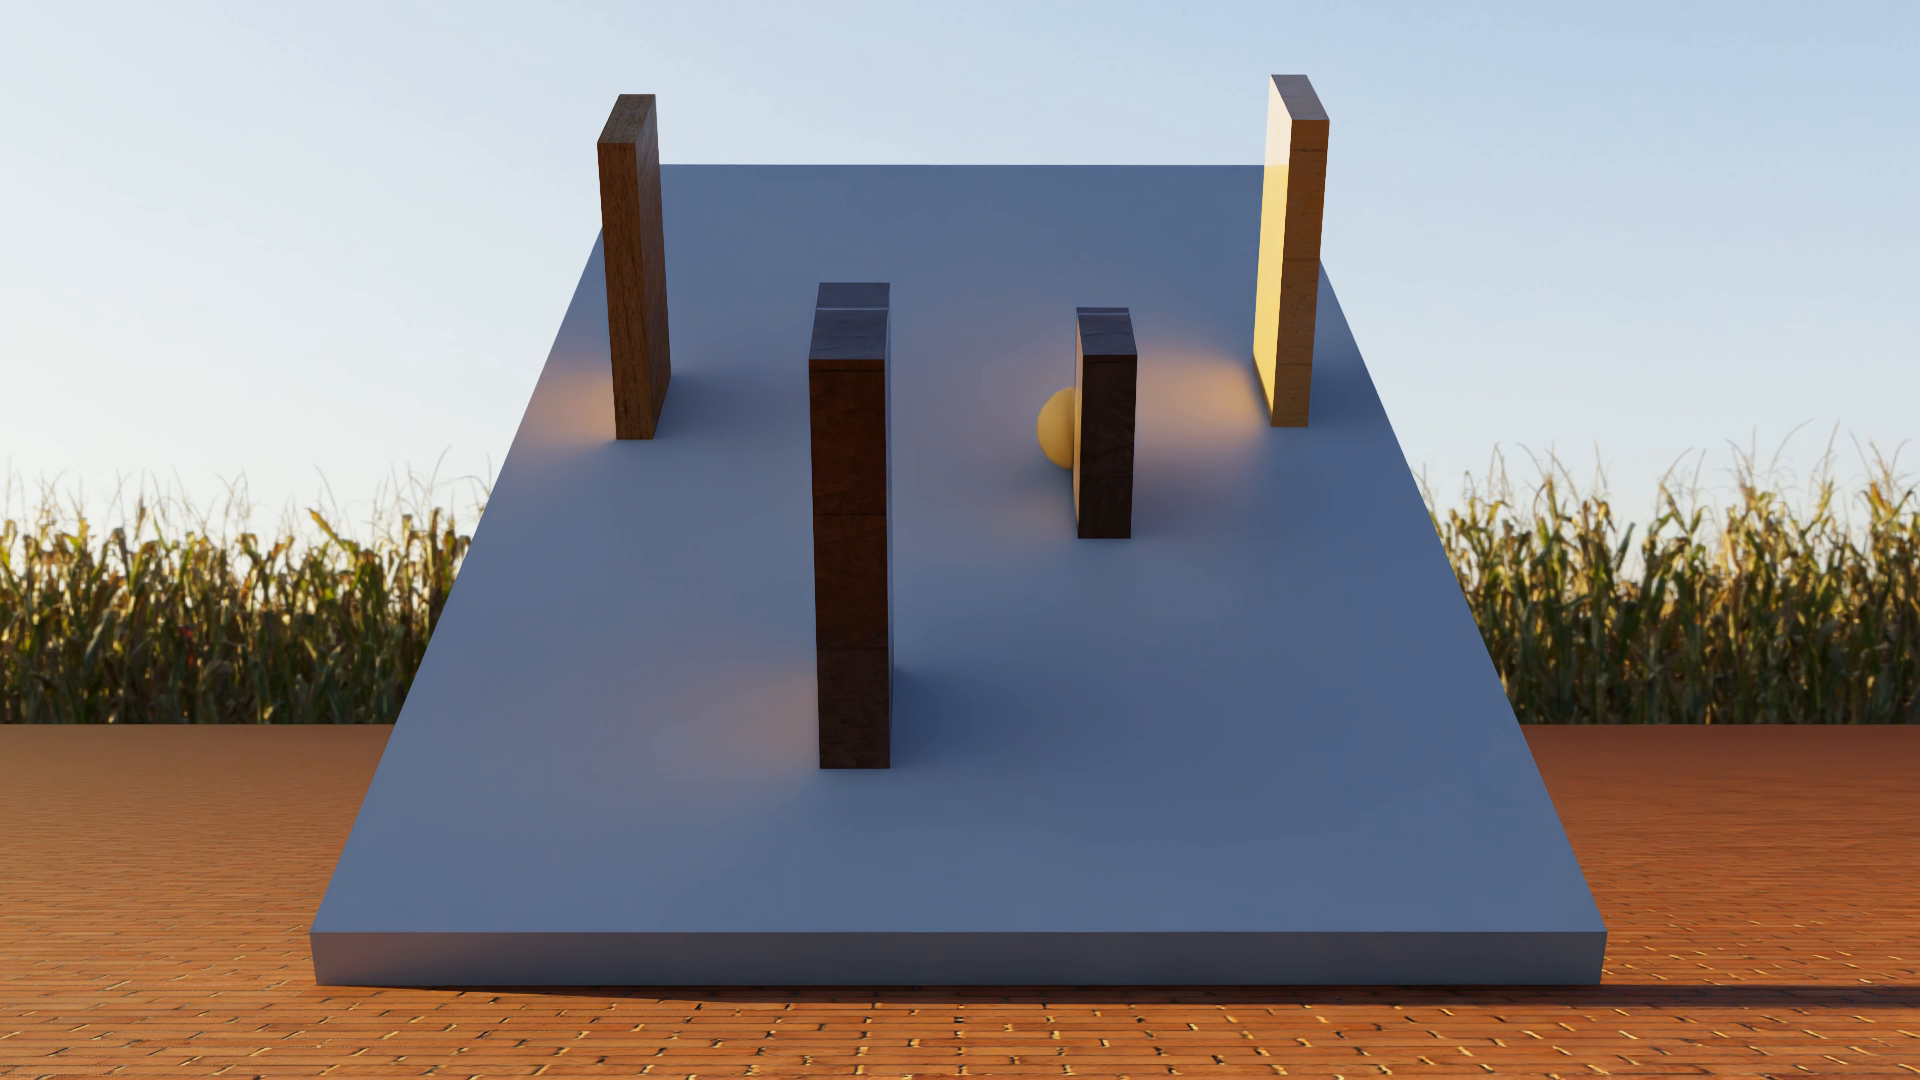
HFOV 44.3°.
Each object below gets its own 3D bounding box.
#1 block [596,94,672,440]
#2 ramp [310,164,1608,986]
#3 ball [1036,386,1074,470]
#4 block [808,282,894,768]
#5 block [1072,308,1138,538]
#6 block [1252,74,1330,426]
[{"bbox_3d":[-0.735,-0.622,5.349,0.082,0.690,0.388,0,26,0],"label":"block"},{"bbox_3d":[-0.010,-0.229,5.448,2.000,0.100,4.000,0,26,0],"label":"ramp"},{"bbox_3d":[0.258,-0.244,5.157,0.185,0.185,0.185,0,-4,0],"label":"ball"},{"bbox_3d":[-0.181,-0.024,4.052,0.120,0.756,0.357,0,26,0],"label":"block"},{"bbox_3d":[0.298,-0.245,4.905,0.109,0.408,0.268,0,26,0],"label":"block"},{"bbox_3d":[0.755,-0.665,5.411,0.083,0.721,0.376,0,26,0],"label":"block"}]
